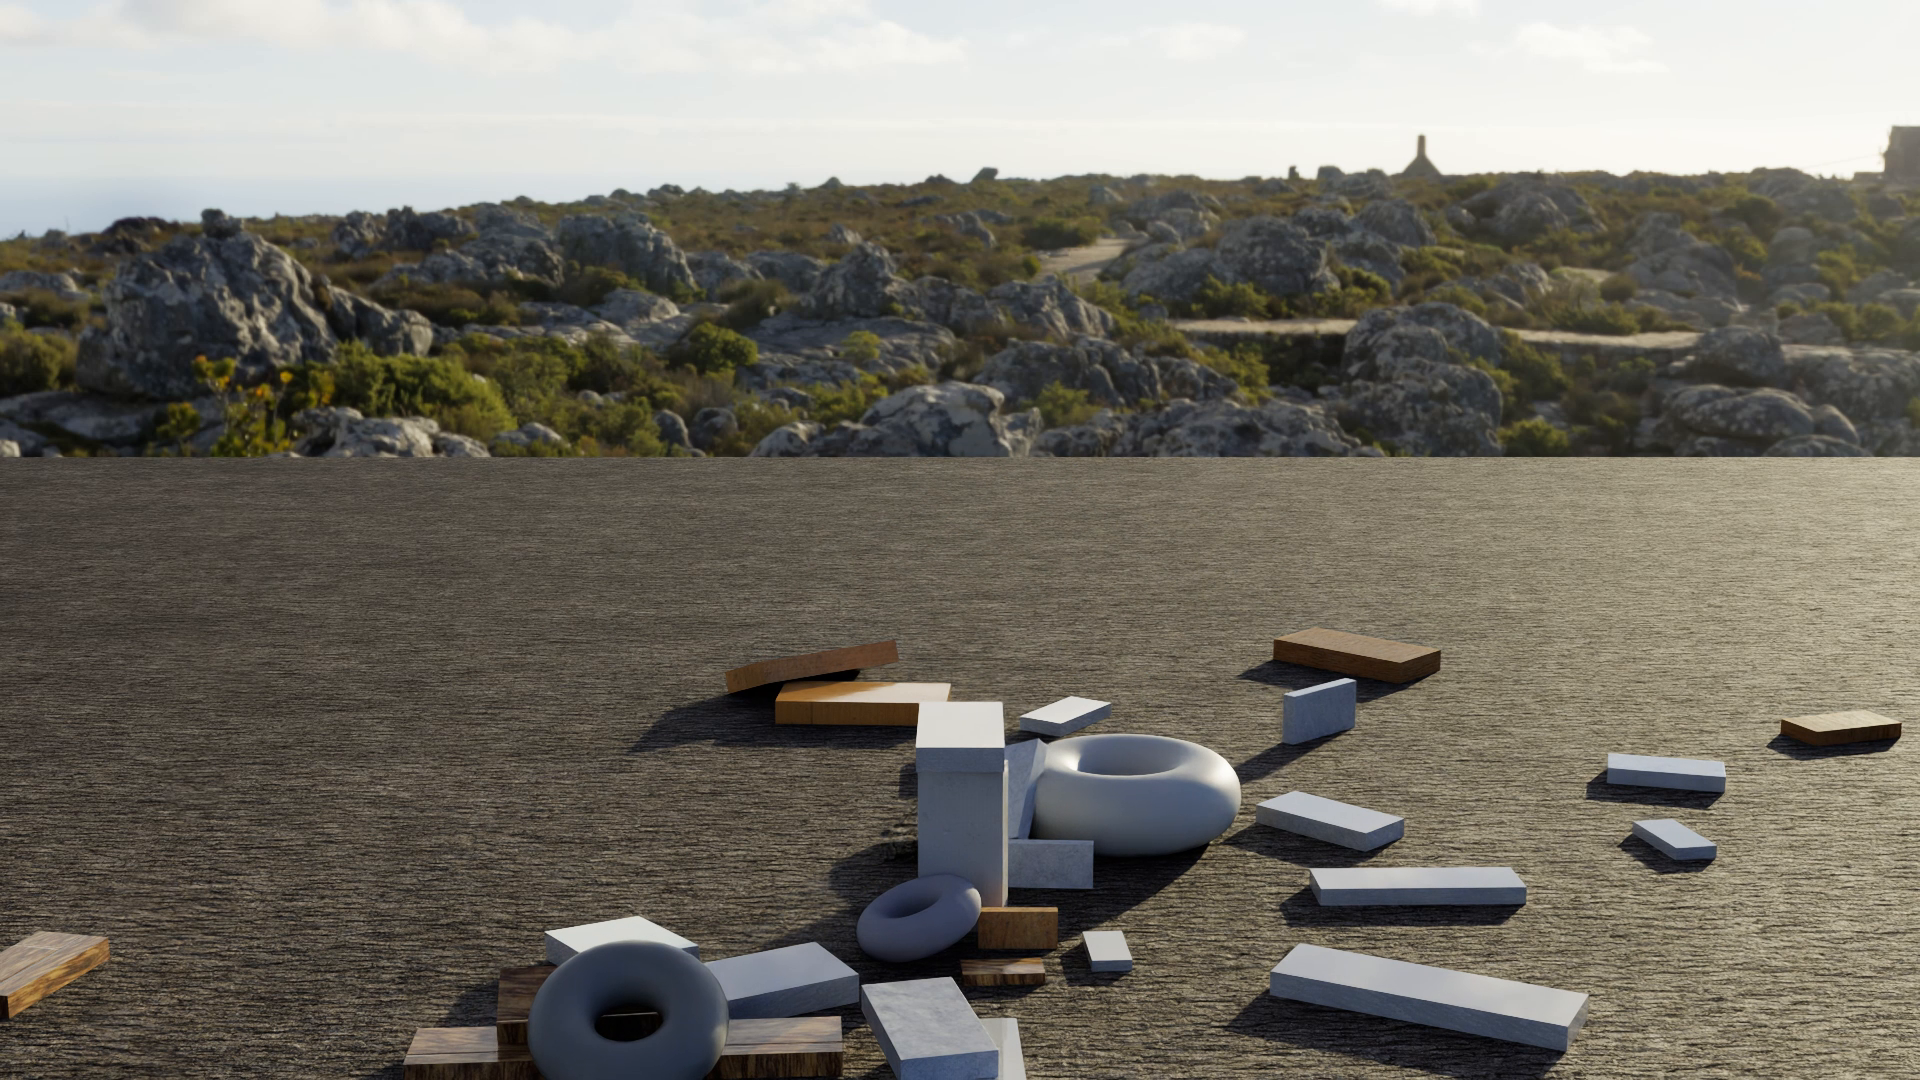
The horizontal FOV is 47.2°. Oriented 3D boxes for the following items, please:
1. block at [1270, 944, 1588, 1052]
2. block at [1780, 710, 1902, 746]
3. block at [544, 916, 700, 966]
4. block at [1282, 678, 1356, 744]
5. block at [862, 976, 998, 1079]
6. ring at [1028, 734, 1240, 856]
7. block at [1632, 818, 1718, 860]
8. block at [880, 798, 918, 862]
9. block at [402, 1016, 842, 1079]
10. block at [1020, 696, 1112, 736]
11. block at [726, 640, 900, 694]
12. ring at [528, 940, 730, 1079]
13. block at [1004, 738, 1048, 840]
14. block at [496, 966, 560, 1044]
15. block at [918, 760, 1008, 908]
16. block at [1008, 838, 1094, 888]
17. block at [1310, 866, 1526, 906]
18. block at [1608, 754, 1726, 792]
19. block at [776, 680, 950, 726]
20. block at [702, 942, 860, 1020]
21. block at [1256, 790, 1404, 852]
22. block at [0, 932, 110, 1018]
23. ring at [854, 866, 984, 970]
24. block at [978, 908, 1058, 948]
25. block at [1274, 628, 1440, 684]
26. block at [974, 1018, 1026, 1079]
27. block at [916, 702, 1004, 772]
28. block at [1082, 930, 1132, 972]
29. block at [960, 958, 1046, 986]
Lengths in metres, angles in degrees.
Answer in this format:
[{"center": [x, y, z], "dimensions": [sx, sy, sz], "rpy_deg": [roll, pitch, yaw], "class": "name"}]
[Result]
[{"center": [0.678, 0.660, 3.191], "dimensions": [0.433, 0.037, 0.130], "rpy_deg": [6, 12, 27], "class": "block"}, {"center": [1.855, 0.396, 4.631], "dimensions": [0.218, 0.031, 0.109], "rpy_deg": [-4, 11, -19], "class": "block"}, {"center": [-0.506, 0.614, 3.273], "dimensions": [0.150, 0.043, 0.301], "rpy_deg": [-6, 2, -25], "class": "block"}, {"center": [0.757, 0.360, 4.628], "dimensions": [0.205, 0.103, 0.029], "rpy_deg": [-9, 14, -41], "class": "block"}, {"center": [-0.044, 0.659, 2.963], "dimensions": [0.130, 0.037, 0.259], "rpy_deg": [-3, 11, -14], "class": "block"}, {"center": [0.294, 0.460, 3.988], "dimensions": [0.429, 0.143, 0.429], "rpy_deg": [-1, 10, 0], "class": "ring"}, {"center": [1.272, 0.533, 3.917], "dimensions": [0.077, 0.022, 0.155], "rpy_deg": [-2, 11, -11], "class": "block"}, {"center": [-0.035, 0.498, 3.916], "dimensions": [0.130, 0.037, 0.259], "rpy_deg": [-7, 15, 20], "class": "block"}, {"center": [-0.453, 0.697, 2.998], "dimensions": [0.583, 0.034, 0.120], "rpy_deg": [-1, 11, -4], "class": "block"}, {"center": [0.228, 0.379, 4.727], "dimensions": [0.103, 0.029, 0.205], "rpy_deg": [7, 13, 34], "class": "block"}, {"center": [-0.336, 0.288, 5.006], "dimensions": [0.353, 0.050, 0.176], "rpy_deg": [-8, -6, -35], "class": "block"}, {"center": [-0.441, 0.643, 2.927], "dimensions": [0.268, 0.089, 0.268], "rpy_deg": [2, 37, -1], "class": "ring"}, {"center": [0.089, 0.453, 3.889], "dimensions": [0.101, 0.202, 0.029], "rpy_deg": [-18, -46, 37], "class": "block"}, {"center": [-0.516, 0.638, 3.043], "dimensions": [0.239, 0.034, 0.120], "rpy_deg": [-2, 27, -8], "class": "block"}, {"center": [0.005, 0.483, 3.492], "dimensions": [0.138, 0.275, 0.039], "rpy_deg": [3, 11, 13], "class": "block"}, {"center": [0.147, 0.545, 3.700], "dimensions": [0.155, 0.077, 0.022], "rpy_deg": [1, 11, 4], "class": "block"}, {"center": [0.761, 0.576, 3.663], "dimensions": [0.340, 0.029, 0.101], "rpy_deg": [0, 11, -1], "class": "block"}, {"center": [1.382, 0.456, 4.309], "dimensions": [0.218, 0.031, 0.109], "rpy_deg": [3, 11, 16], "class": "block"}, {"center": [-0.208, 0.355, 4.795], "dimensions": [0.367, 0.050, 0.176], "rpy_deg": [1, 11, 3], "class": "block"}, {"center": [-0.315, 0.655, 3.202], "dimensions": [0.301, 0.043, 0.150], "rpy_deg": [-6, 12, -28], "class": "block"}, {"center": [0.672, 0.510, 4.004], "dimensions": [0.241, 0.034, 0.121], "rpy_deg": [10, 15, 44], "class": "block"}, {"center": [-1.393, 0.645, 3.278], "dimensions": [0.120, 0.034, 0.239], "rpy_deg": [3, 11, 13], "class": "block"}, {"center": [-0.064, 0.585, 3.407], "dimensions": [0.202, 0.067, 0.202], "rpy_deg": [5, 36, -4], "class": "ring"}, {"center": [0.090, 0.604, 3.423], "dimensions": [0.123, 0.062, 0.017], "rpy_deg": [0, 13, 0], "class": "block"}, {"center": [0.944, 0.273, 5.240], "dimensions": [0.353, 0.050, 0.176], "rpy_deg": [10, 14, 42], "class": "block"}, {"center": [0.009, 0.711, 2.901], "dimensions": [0.150, 0.043, 0.301], "rpy_deg": [0, 11, -2], "class": "block"}, {"center": [0.001, 0.314, 3.537], "dimensions": [0.138, 0.039, 0.275], "rpy_deg": [0, 11, 0], "class": "block"}, {"center": [0.227, 0.633, 3.389], "dimensions": [0.062, 0.017, 0.123], "rpy_deg": [-1, 11, -3], "class": "block"}, {"center": [0.064, 0.649, 3.304], "dimensions": [0.123, 0.017, 0.062], "rpy_deg": [-1, 11, -4], "class": "block"}]
